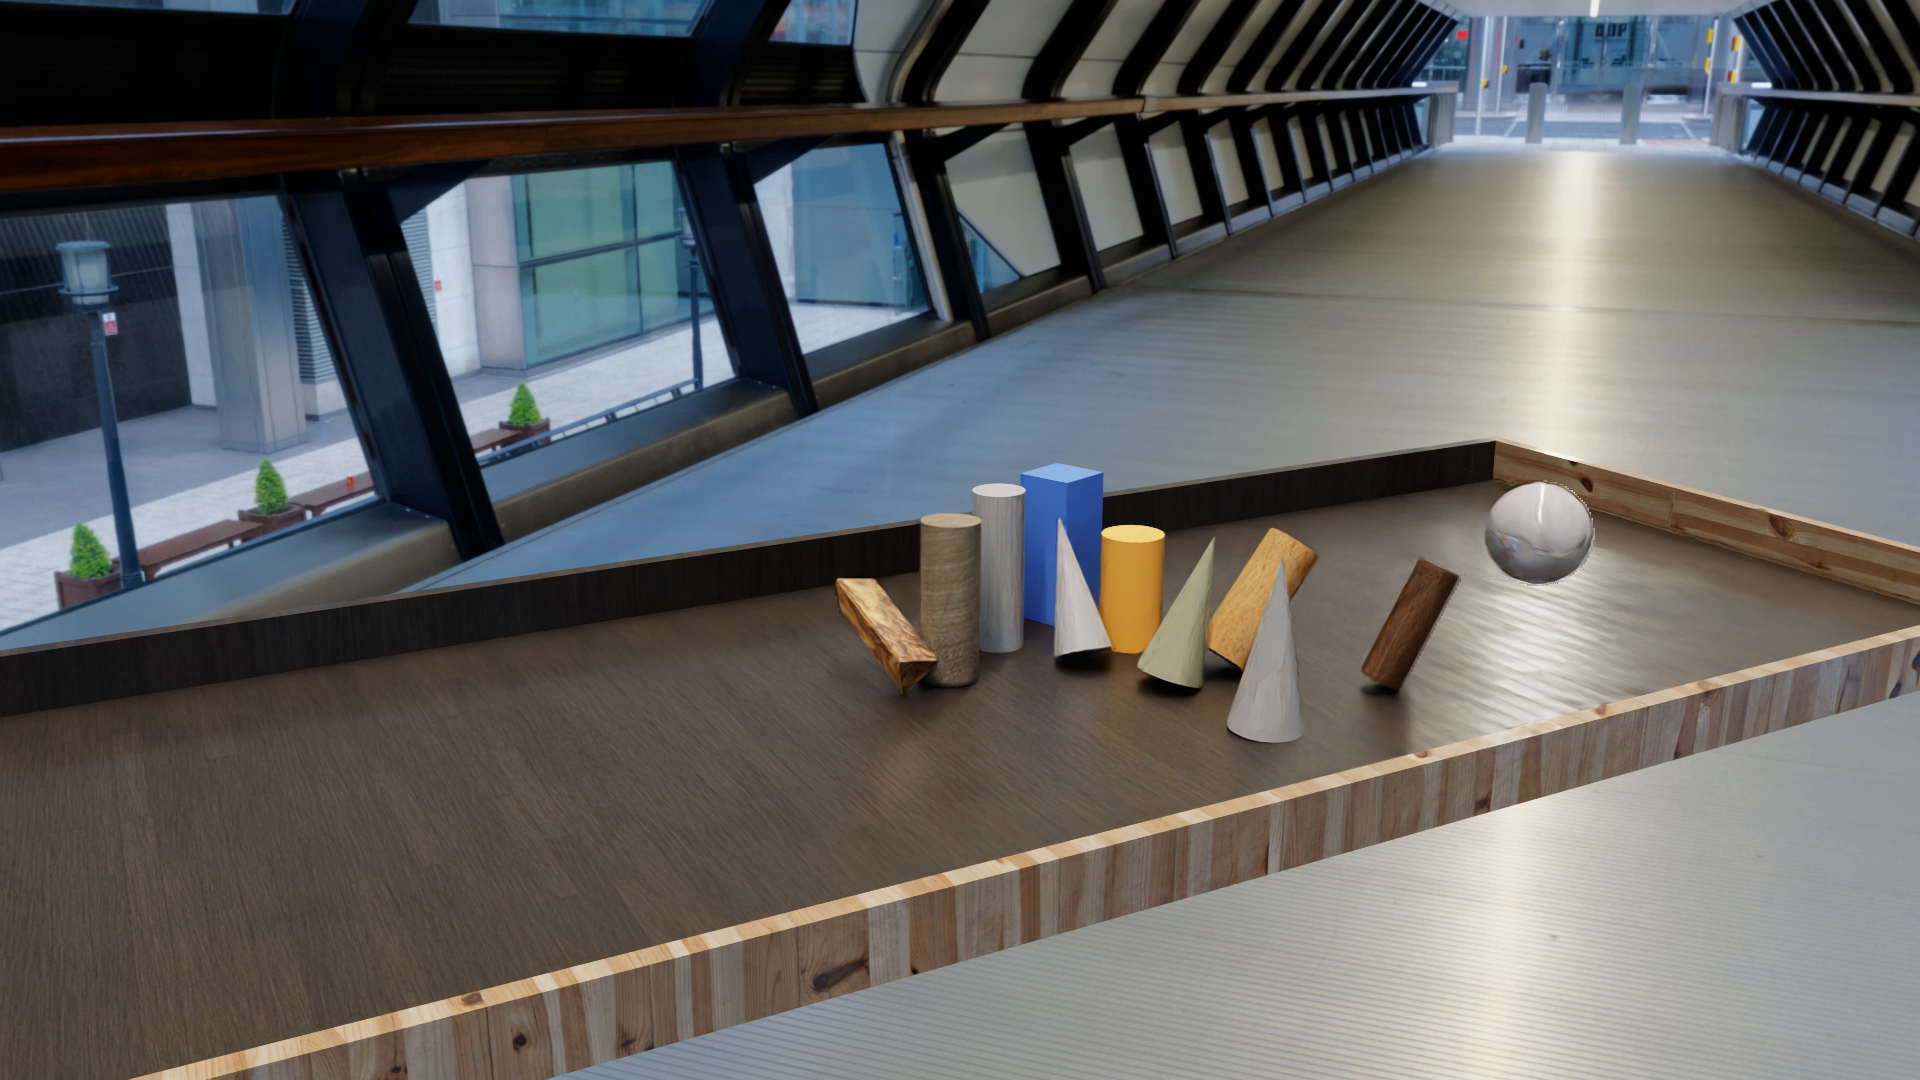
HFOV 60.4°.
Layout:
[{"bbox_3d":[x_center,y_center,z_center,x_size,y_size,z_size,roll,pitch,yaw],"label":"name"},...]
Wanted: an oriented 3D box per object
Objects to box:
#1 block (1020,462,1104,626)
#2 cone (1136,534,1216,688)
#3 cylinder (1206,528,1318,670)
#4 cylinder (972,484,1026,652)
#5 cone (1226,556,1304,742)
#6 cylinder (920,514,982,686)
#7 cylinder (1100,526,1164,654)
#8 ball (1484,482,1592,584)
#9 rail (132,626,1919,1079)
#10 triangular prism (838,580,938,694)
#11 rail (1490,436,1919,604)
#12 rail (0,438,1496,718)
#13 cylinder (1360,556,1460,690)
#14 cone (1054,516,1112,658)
[{"bbox_3d":[0.279,0.014,4.576,0.162,0.413,0.162,14,21,40],"label":"block"},{"bbox_3d":[0.575,0.160,4.085,0.171,0.373,0.171,17,9,-3],"label":"cone"},{"bbox_3d":[0.758,0.151,4.199,0.143,0.345,0.143,33,-1,1],"label":"cylinder"},{"bbox_3d":[0.101,0.074,4.351,0.139,0.425,0.139,0,16,0],"label":"cylinder"},{"bbox_3d":[0.721,0.235,3.789,0.179,0.423,0.179,2,18,-1],"label":"cone"},{"bbox_3d":[-0.025,0.149,4.117,0.152,0.407,0.152,1,14,0],"label":"cylinder"},{"bbox_3d":[0.455,0.129,4.376,0.165,0.304,0.165,0,16,0],"label":"cylinder"},{"bbox_3d":[1.441,-0.016,4.112,0.253,0.253,0.253,0,16,0],"label":"ball"},{"bbox_3d":[-2.336,1.006,1.665,12.000,0.150,0.050,-9,18,-27],"label":"rail"},{"bbox_3d":[-0.204,0.219,4.121,0.333,0.120,0.104,49,5,39],"label":"triangular prism"},{"bbox_3d":[2.466,-0.048,5.253,0.050,0.150,2.100,-9,18,-27],"label":"rail"},{"bbox_3d":[-3.305,0.497,3.399,12.000,0.150,0.050,-9,18,-27],"label":"rail"},{"bbox_3d":[1.107,0.206,4.062,0.105,0.317,0.105,25,9,-4],"label":"cylinder"},{"bbox_3d":[0.287,0.111,4.270,0.155,0.368,0.155,-9,-9,-2],"label":"cone"}]
